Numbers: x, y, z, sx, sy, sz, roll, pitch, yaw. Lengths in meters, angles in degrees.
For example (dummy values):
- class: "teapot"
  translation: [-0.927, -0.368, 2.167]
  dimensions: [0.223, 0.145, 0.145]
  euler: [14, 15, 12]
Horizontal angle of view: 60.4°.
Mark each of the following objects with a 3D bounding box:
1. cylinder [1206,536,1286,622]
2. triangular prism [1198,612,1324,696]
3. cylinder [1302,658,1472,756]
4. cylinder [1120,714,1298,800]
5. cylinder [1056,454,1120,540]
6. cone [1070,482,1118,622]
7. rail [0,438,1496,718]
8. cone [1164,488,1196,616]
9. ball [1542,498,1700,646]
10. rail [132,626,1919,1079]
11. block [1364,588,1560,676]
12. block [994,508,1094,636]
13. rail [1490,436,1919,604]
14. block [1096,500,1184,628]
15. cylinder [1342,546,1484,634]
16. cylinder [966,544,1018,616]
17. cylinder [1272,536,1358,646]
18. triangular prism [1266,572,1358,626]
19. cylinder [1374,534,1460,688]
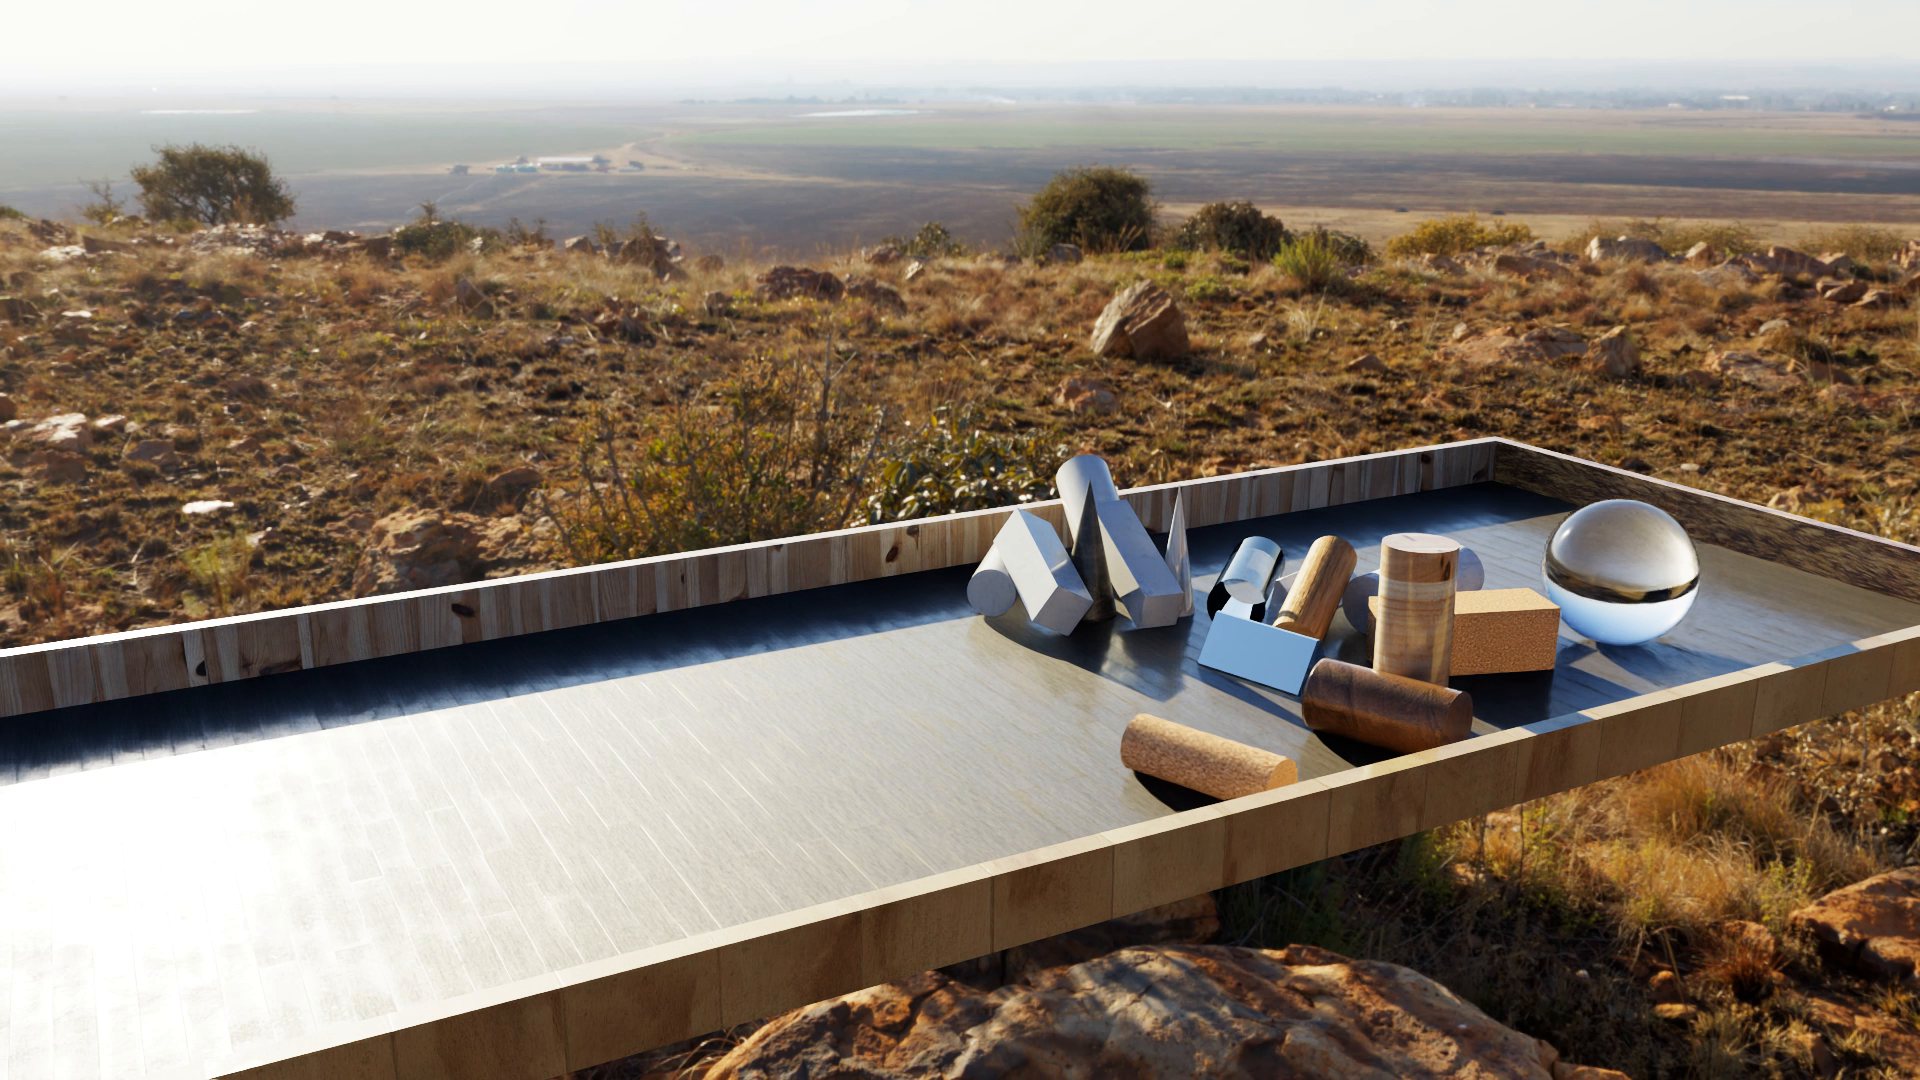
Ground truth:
- class: "cylinder"
  translation: [0.811, 0.123, 4.653]
  dimensions: [0.159, 0.159, 0.425]
  euler: [5, 17, 17]
- class: "triangular prism"
  translation: [0.773, 0.276, 4.177]
  dimensions: [0.148, 0.128, 0.310]
  euler: [-15, 22, -42]
- class: "cylinder"
  translation: [0.966, 0.387, 3.736]
  dimensions: [0.335, 0.170, 0.170]
  euler: [13, 21, 38]
- class: "cylinder"
  translation: [0.527, 0.476, 3.515]
  dimensions: [0.365, 0.124, 0.124]
  euler: [14, 21, 39]
- class: "cylinder"
  translation: [0.415, -0.077, 5.059]
  dimensions: [0.172, 0.172, 0.383]
  euler: [-3, 41, -9]
- class: "cone"
  translation: [0.359, 0.017, 4.598]
  dimensions: [0.170, 0.393, 0.170]
  euler: [0, 16, 0]
- class: "rail"
  translation: [-3.305, 0.497, 3.399]
  dimensions: [12.000, 0.150, 0.050]
  euler: [-9, 18, -27]
- class: "cone"
  translation: [0.609, 0.021, 4.623]
  dimensions: [0.114, 0.372, 0.114]
  euler: [0, 16, 0]
- class: "ball"
  translation: [1.748, 0.086, 4.371]
  dimensions: [0.390, 0.390, 0.390]
  euler: [0, 16, 0]
- class: "rail"
  translation: [-2.336, 1.006, 1.665]
  dimensions: [12.000, 0.150, 0.050]
  euler: [-9, 18, -27]
- class: "block"
  translation: [1.291, 0.239, 4.247]
  dimensions: [0.443, 0.166, 0.166]
  euler: [-3, 17, -9]
- class: "block"
  translation: [0.227, 0.084, 4.585]
  dimensions: [0.124, 0.124, 0.412]
  euler: [24, 22, -27]
- class: "rail"
  translation: [2.466, -0.048, 5.253]
  dimensions: [0.050, 0.150, 2.100]
  euler: [-9, 18, -27]
- class: "block"
  translation: [0.487, 0.063, 4.666]
  dimensions: [0.114, 0.114, 0.431]
  euler: [-5, 39, -17]
- class: "cylinder"
  translation: [1.269, 0.135, 4.606]
  dimensions: [0.449, 0.163, 0.163]
  euler: [-14, 21, -40]
- class: "cylinder"
  translation: [0.120, 0.101, 4.763]
  dimensions: [0.139, 0.139, 0.334]
  euler: [3, 17, 11]
- class: "cylinder"
  translation: [0.943, 0.155, 4.396]
  dimensions: [0.132, 0.132, 0.442]
  euler: [7, 33, 24]
- class: "triangular prism"
  translation: [0.990, 0.134, 4.606]
  dimensions: [0.140, 0.122, 0.331]
  euler: [-11, 4, 45]
- class: "cylinder"
  translation: [1.058, 0.216, 3.843]
  dimensions: [0.173, 0.434, 0.173]
  euler: [0, 15, 0]
